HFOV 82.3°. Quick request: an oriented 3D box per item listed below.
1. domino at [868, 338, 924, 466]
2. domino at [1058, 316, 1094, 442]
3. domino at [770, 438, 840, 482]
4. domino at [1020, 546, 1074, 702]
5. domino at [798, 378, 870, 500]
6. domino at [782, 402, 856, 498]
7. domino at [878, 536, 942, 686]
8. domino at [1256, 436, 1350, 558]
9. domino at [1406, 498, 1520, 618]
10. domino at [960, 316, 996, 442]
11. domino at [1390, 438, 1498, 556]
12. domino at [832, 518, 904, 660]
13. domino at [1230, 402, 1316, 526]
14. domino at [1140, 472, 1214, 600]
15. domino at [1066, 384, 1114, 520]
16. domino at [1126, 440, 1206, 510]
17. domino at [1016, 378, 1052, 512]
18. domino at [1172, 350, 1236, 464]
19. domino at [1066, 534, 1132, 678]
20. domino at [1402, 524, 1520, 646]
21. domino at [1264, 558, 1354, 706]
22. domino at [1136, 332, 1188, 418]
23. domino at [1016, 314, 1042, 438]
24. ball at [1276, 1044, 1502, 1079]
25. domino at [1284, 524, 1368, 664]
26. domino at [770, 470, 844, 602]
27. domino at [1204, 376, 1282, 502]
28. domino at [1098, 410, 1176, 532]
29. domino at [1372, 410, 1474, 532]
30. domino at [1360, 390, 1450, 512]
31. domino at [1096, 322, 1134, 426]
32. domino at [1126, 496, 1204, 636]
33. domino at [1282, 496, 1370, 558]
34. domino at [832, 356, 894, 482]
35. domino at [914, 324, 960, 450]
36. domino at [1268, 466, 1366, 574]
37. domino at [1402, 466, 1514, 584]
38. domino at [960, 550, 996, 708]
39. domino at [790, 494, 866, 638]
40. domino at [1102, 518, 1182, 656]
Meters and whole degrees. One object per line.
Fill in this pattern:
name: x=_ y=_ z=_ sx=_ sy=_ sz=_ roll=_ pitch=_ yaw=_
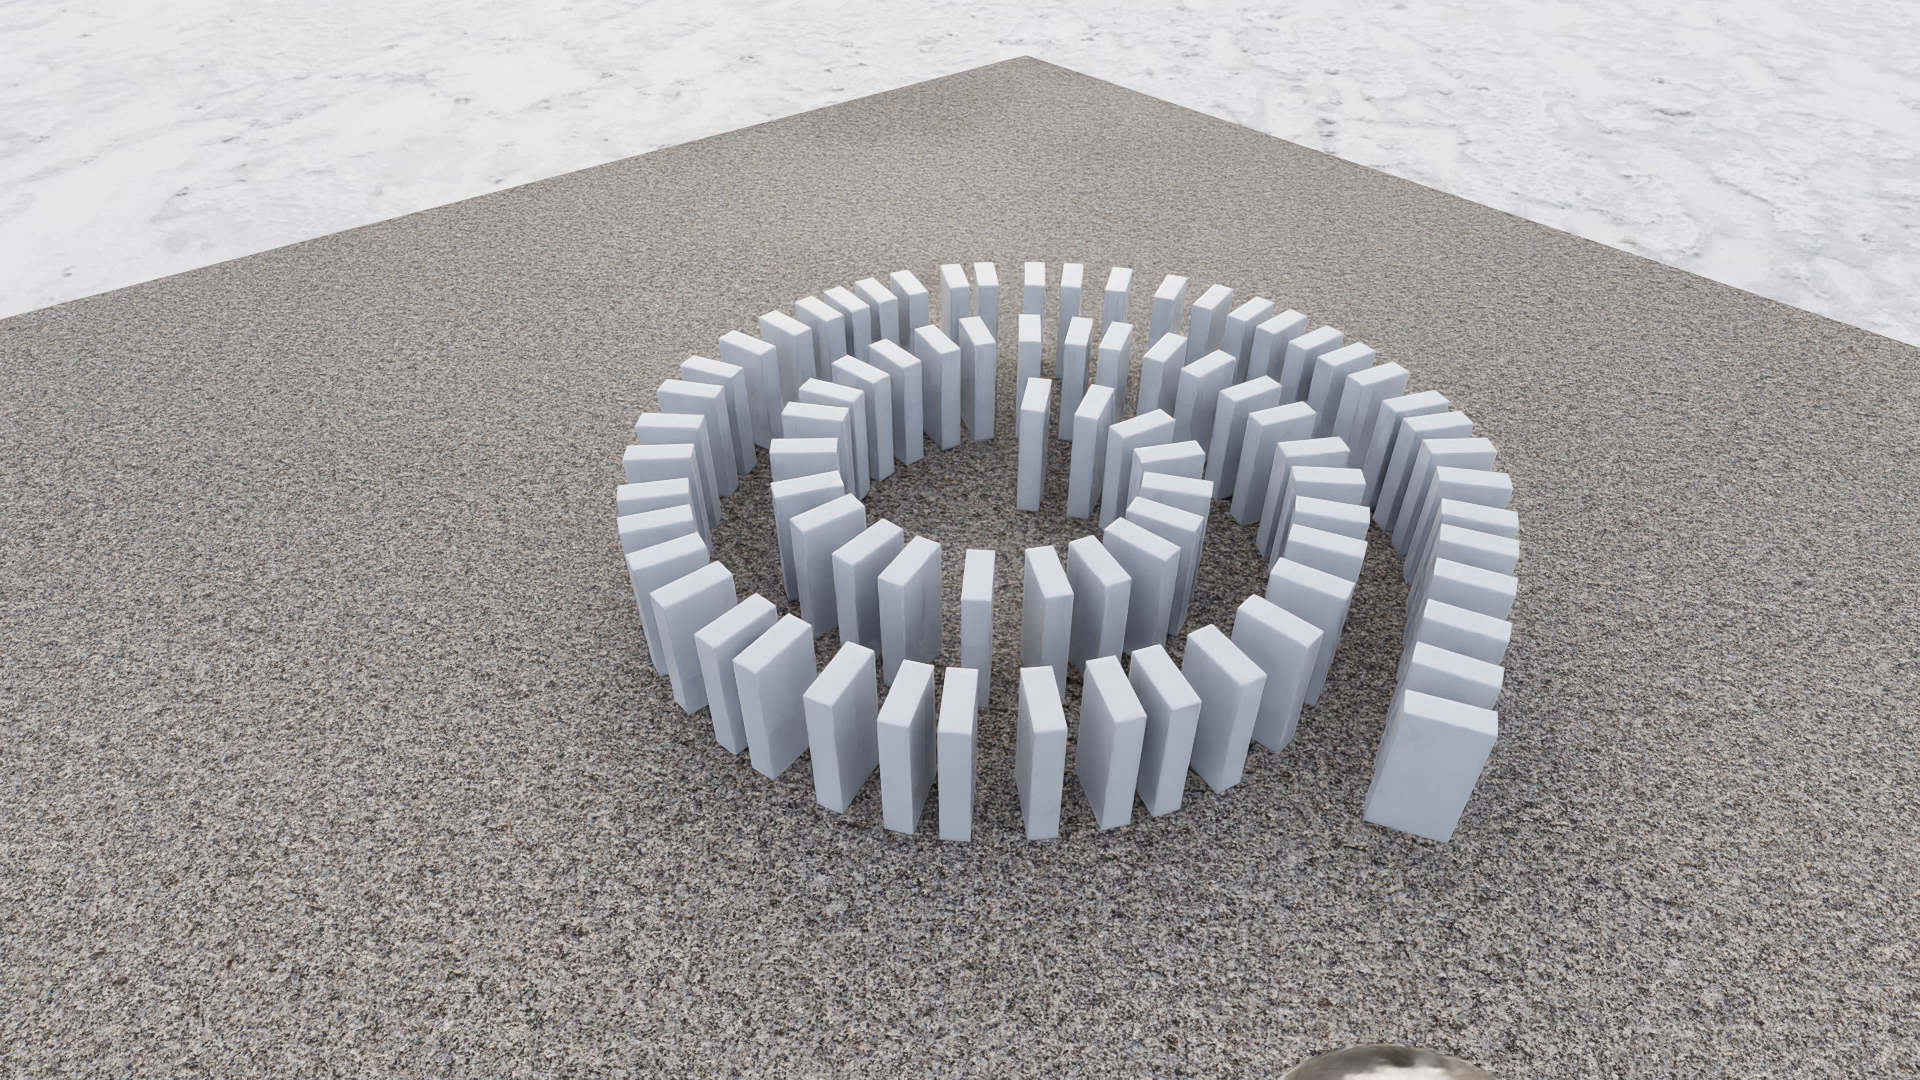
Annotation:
domino: x=-0.028 y=-0.061 z=0.485 sx=0.009 sy=0.050 sz=0.025 roll=-28 pitch=47 yaw=-29
domino: x=0.053 y=-0.073 z=0.500 sx=0.009 sy=0.050 sz=0.025 roll=8 pitch=40 yaw=10
domino: x=-0.059 y=-0.016 z=0.431 sx=0.025 sy=0.050 sz=0.010 roll=-1 pitch=39 yaw=-1
domino: x=0.029 y=0.030 z=0.375 sx=0.009 sy=0.050 sz=0.025 roll=-8 pitch=40 yaw=-9
domino: x=-0.052 y=-0.042 z=0.462 sx=0.025 sy=0.050 sz=0.010 roll=15 pitch=42 yaw=18
domino: x=-0.057 y=-0.031 z=0.450 sx=0.025 sy=0.050 sz=0.009 roll=7 pitch=40 yaw=9
domino: x=-0.017 y=0.026 z=0.380 sx=0.009 sy=0.050 sz=0.025 roll=19 pitch=43 yaw=22
domino: x=0.134 y=-0.016 z=0.431 sx=0.025 sy=0.050 sz=0.010 roll=-6 pitch=40 yaw=-7
domino: x=0.181 y=0.010 z=0.399 sx=0.025 sy=0.050 sz=0.009 roll=12 pitch=41 yaw=14
domino: x=0.008 y=-0.073 z=0.501 sx=0.009 sy=0.050 sz=0.025 roll=-10 pitch=40 yaw=-12
domino: x=0.189 y=-0.016 z=0.431 sx=0.025 sy=0.050 sz=0.010 roll=-2 pitch=39 yaw=-2
domino: x=-0.031 y=0.020 z=0.387 sx=0.009 sy=0.050 sz=0.025 roll=28 pitch=47 yaw=30
domino: x=0.127 y=-0.031 z=0.449 sx=0.025 sy=0.050 sz=0.010 roll=-14 pitch=41 yaw=-16
domino: x=0.078 y=-0.001 z=0.413 sx=0.025 sy=0.050 sz=0.009 roll=9 pitch=40 yaw=11
domino: x=0.054 y=-0.036 z=0.455 sx=0.010 sy=0.050 sz=0.025 roll=14 pitch=41 yaw=16
domino: x=0.079 y=-0.014 z=0.428 sx=0.025 sy=0.050 sz=0.010 roll=-8 pitch=40 yaw=-10
domino: x=0.031 y=-0.039 z=0.460 sx=0.009 sy=0.050 sz=0.025 roll=7 pitch=40 yaw=8
domino: x=0.105 y=-0.055 z=0.479 sx=0.025 sy=0.050 sz=0.009 roll=-29 pitch=47 yaw=-30
domino: x=0.046 y=0.026 z=0.380 sx=0.009 sy=0.050 sz=0.025 roll=-16 pitch=42 yaw=-19
domino: x=0.176 y=0.019 z=0.388 sx=0.025 sy=0.050 sz=0.009 roll=14 pitch=41 yaw=17
domino: x=0.114 y=0.032 z=0.373 sx=0.025 sy=0.050 sz=0.009 roll=21 pitch=44 yaw=24
domino: x=0.089 y=-0.064 z=0.489 sx=0.010 sy=0.050 sz=0.025 roll=22 pitch=44 yaw=25
domino: x=0.031 y=-0.075 z=0.503 sx=0.009 sy=0.050 sz=0.025 roll=1 pitch=39 yaw=2
ball: x=0.089 y=0.142 z=0.214 sx=0.080 sy=0.080 sz=0.080 roll=0 pitch=39 yaw=0
domino: x=0.124 y=0.020 z=0.388 sx=0.025 sy=0.050 sz=0.009 roll=15 pitch=42 yaw=18
domino: x=-0.055 y=-0.001 z=0.413 sx=0.025 sy=0.050 sz=0.009 roll=-12 pitch=41 yaw=-14
domino: x=0.118 y=-0.042 z=0.463 sx=0.025 sy=0.050 sz=0.009 roll=-20 pitch=43 yaw=-22
domino: x=0.071 y=-0.026 z=0.443 sx=0.025 sy=0.050 sz=0.010 roll=-20 pitch=44 yaw=-23
domino: x=0.187 y=-0.027 z=0.445 sx=0.025 sy=0.050 sz=0.009 roll=-8 pitch=40 yaw=-10
domino: x=0.183 y=-0.036 z=0.456 sx=0.025 sy=0.050 sz=0.009 roll=-12 pitch=41 yaw=-14
domino: x=0.068 y=-0.070 z=0.497 sx=0.010 sy=0.050 sz=0.025 roll=13 pitch=41 yaw=15
domino: x=0.071 y=0.010 z=0.399 sx=0.025 sy=0.050 sz=0.009 roll=19 pitch=43 yaw=22
domino: x=0.131 y=0.009 z=0.401 sx=0.025 sy=0.050 sz=0.010 roll=10 pitch=40 yaw=12
domino: x=-0.042 y=-0.052 z=0.475 sx=0.025 sy=0.050 sz=0.009 roll=29 pitch=47 yaw=30
domino: x=-0.010 y=-0.068 z=0.495 sx=0.010 sy=0.050 sz=0.025 roll=-19 pitch=43 yaw=-22
domino: x=0.134 y=-0.004 z=0.417 sx=0.025 sy=0.050 sz=0.010 roll=3 pitch=39 yaw=4
domino: x=0.187 y=-0.003 z=0.416 sx=0.025 sy=0.050 sz=0.009 roll=7 pitch=40 yaw=9
domino: x=0.006 y=0.031 z=0.374 sx=0.010 sy=0.050 sz=0.025 roll=3 pitch=39 yaw=3
domino: x=-0.046 y=0.010 z=0.400 sx=0.025 sy=0.050 sz=0.009 roll=-25 pitch=46 yaw=-27
domino: x=0.062 y=0.019 z=0.388 sx=0.025 sy=0.050 sz=0.009 roll=30 pitch=48 yaw=31
